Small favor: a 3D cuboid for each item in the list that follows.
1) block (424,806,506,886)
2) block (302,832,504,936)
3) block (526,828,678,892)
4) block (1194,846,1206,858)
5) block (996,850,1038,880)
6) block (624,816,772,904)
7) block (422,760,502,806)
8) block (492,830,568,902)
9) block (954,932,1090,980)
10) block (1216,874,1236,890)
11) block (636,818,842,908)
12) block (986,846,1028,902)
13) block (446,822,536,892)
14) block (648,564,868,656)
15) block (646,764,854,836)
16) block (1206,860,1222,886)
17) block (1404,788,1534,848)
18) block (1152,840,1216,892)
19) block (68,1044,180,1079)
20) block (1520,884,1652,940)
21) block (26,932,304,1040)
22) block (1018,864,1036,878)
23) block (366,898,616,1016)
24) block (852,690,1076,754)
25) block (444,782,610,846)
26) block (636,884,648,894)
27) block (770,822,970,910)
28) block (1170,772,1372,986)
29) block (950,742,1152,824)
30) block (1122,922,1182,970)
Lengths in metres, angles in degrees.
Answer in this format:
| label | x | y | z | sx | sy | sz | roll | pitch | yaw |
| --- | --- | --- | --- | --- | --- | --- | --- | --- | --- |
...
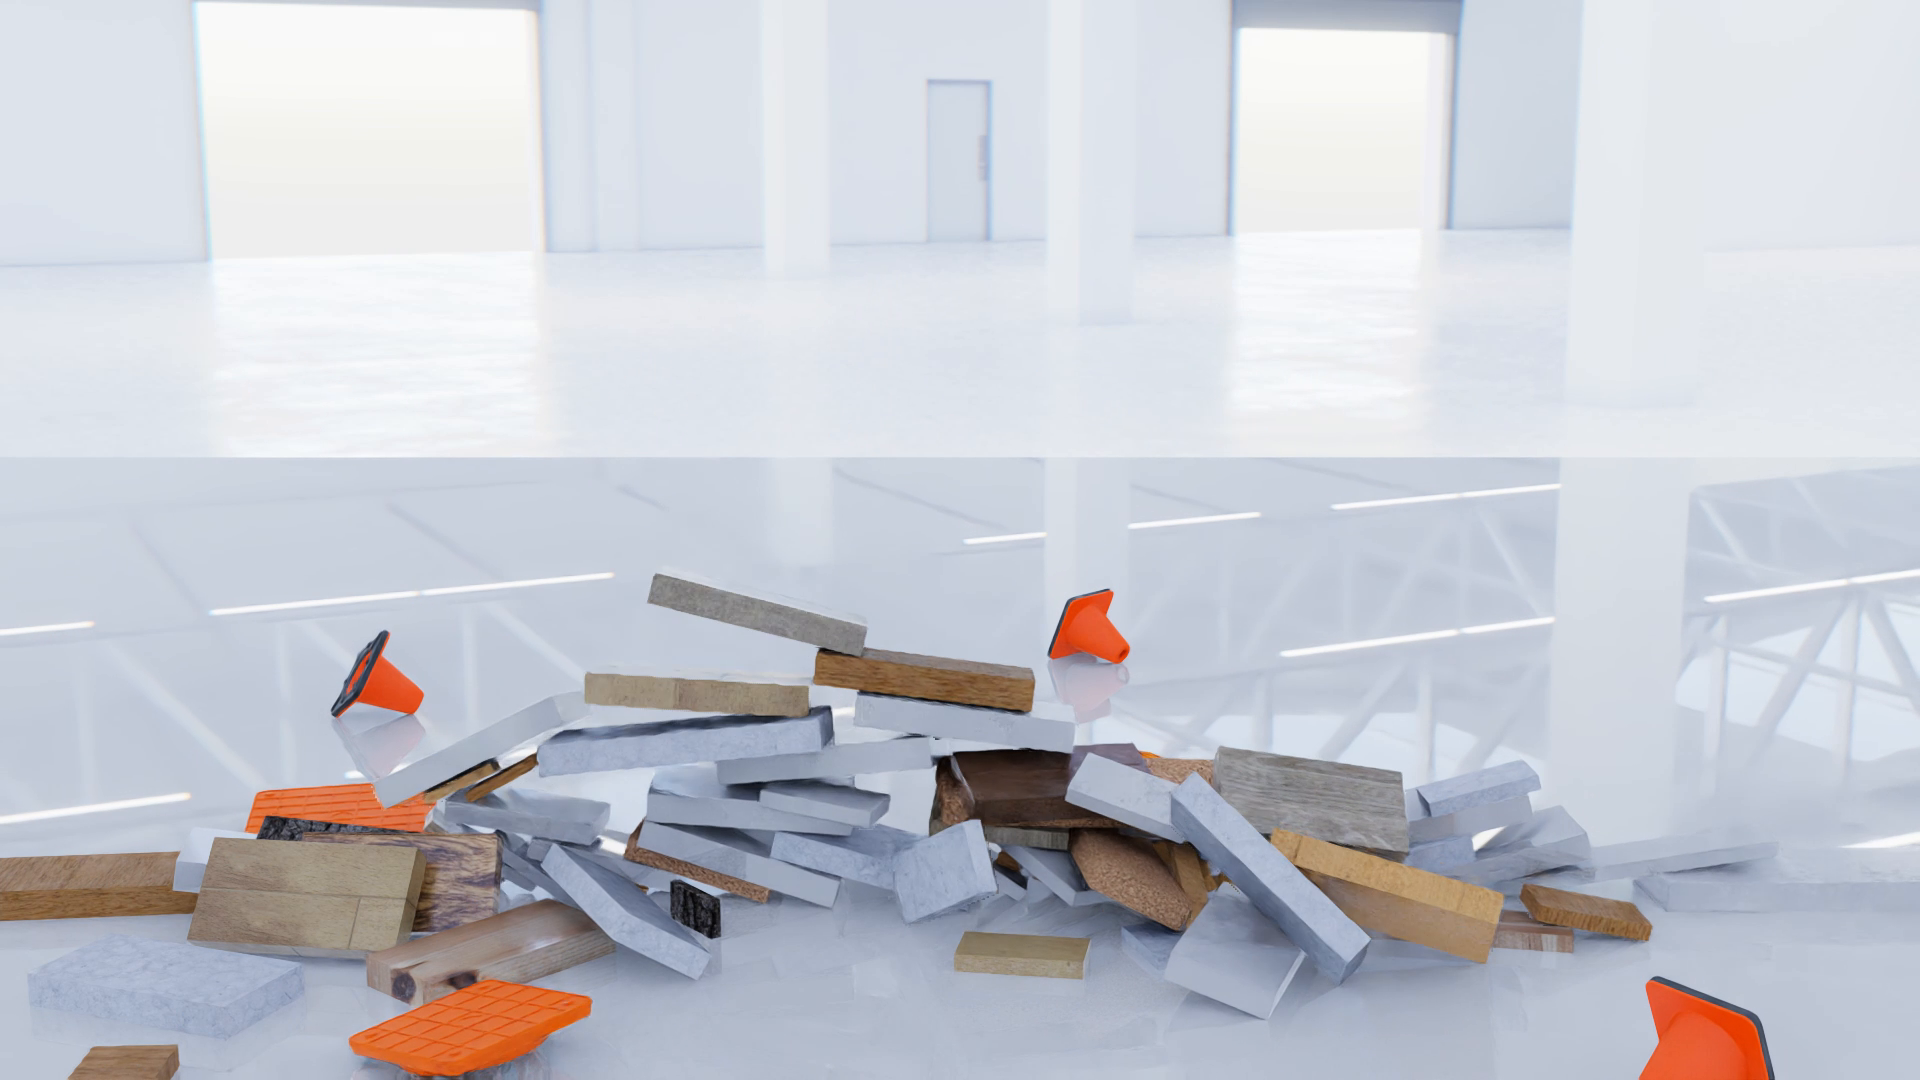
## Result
| label | x | y | z | sx | sy | sz | roll | pitch | yaw |
| --- | --- | --- | --- | --- | --- | --- | --- | --- | --- |
| block | -0.824 | 0.511 | 3.673 | 0.158 | 0.022 | 0.079 | 40 | 2 | -15 |
| block | -0.887 | 0.545 | 3.481 | 0.310 | 0.155 | 0.044 | 0 | -17 | 1 |
| block | -0.592 | 0.522 | 3.678 | 0.247 | 0.035 | 0.123 | 15 | 11 | -6 |
| block | 0.469 | 0.503 | 3.659 | 0.154 | 0.022 | 0.077 | -4 | 10 | -4 |
| block | 0.152 | 0.548 | 3.678 | 0.171 | 0.024 | 0.086 | 21 | 15 | 9 |
| block | -0.428 | 0.533 | 3.680 | 0.247 | 0.035 | 0.123 | 18 | 11 | 1 |
| block | -0.824 | 0.401 | 3.639 | 0.123 | 0.017 | 0.062 | -26 | 1 | -1 |
| block | -0.714 | 0.535 | 3.655 | 0.158 | 0.022 | 0.079 | 36 | 8 | -7 |
| block | 0.096 | 0.634 | 3.358 | 0.196 | 0.028 | 0.098 | 2 | 11 | 9 |
| block | 0.443 | 0.572 | 3.587 | 0.047 | 0.013 | 0.094 | 5 | 48 | 24 |
| block | -0.357 | 0.513 | 3.672 | 0.335 | 0.047 | 0.167 | 18 | 11 | 0 |
| block | 0.035 | 0.533 | 3.663 | 0.171 | 0.024 | 0.086 | 33 | 11 | -3 |
| block | -0.774 | 0.525 | 3.651 | 0.158 | 0.022 | 0.079 | 38 | 4 | -40 |
| block | -0.332 | 0.116 | 3.658 | 0.357 | 0.051 | 0.179 | 14 | 3 | -4 |
| block | -0.346 | 0.431 | 3.661 | 0.335 | 0.047 | 0.167 | 4 | 11 | -3 |
| block | 0.435 | 0.551 | 3.665 | 0.154 | 0.022 | 0.077 | -23 | 12 | -1 |
| block | 0.785 | 0.455 | 3.668 | 0.311 | 0.044 | 0.156 | -14 | 10 | 8 |
| block | 0.365 | 0.548 | 3.671 | 0.095 | 0.027 | 0.190 | -22 | 15 | 3 |
| block | -1.111 | 0.721 | 2.874 | 0.113 | 0.032 | 0.226 | -1 | 11 | -3 |
| block | 0.990 | 0.588 | 3.480 | 0.184 | 0.026 | 0.092 | 11 | 13 | -5 |
| block | -1.159 | 0.649 | 3.214 | 0.350 | 0.050 | 0.175 | 4 | 11 | 21 |
| block | 0.178 | 0.541 | 3.639 | 0.171 | 0.024 | 0.086 | 15 | 17 | -12 |
| block | -0.708 | 0.628 | 3.336 | 0.168 | 0.048 | 0.336 | 9 | 14 | 41 |
| block | 0.009 | 0.289 | 3.621 | 0.356 | 0.050 | 0.178 | 7 | 5 | 1 |
| block | -0.719 | 0.453 | 3.662 | 0.247 | 0.035 | 0.123 | 9 | 11 | 4 |
| block | -0.575 | 0.566 | 3.646 | 0.106 | 0.015 | 0.053 | 9 | 26 | -32 |
| block | -0.138 | 0.524 | 3.669 | 0.335 | 0.047 | 0.167 | 15 | 11 | 1 |
| block | 0.455 | 0.501 | 3.255 | 0.349 | 0.049 | 0.175 | 43 | -12 | 19 |
| block | 0.153 | 0.392 | 3.547 | 0.309 | 0.044 | 0.154 | -2 | 25 | -14 |
| block | 0.311 | 0.628 | 3.408 | 0.071 | 0.020 | 0.142 | -3 | 11 | -18 |
